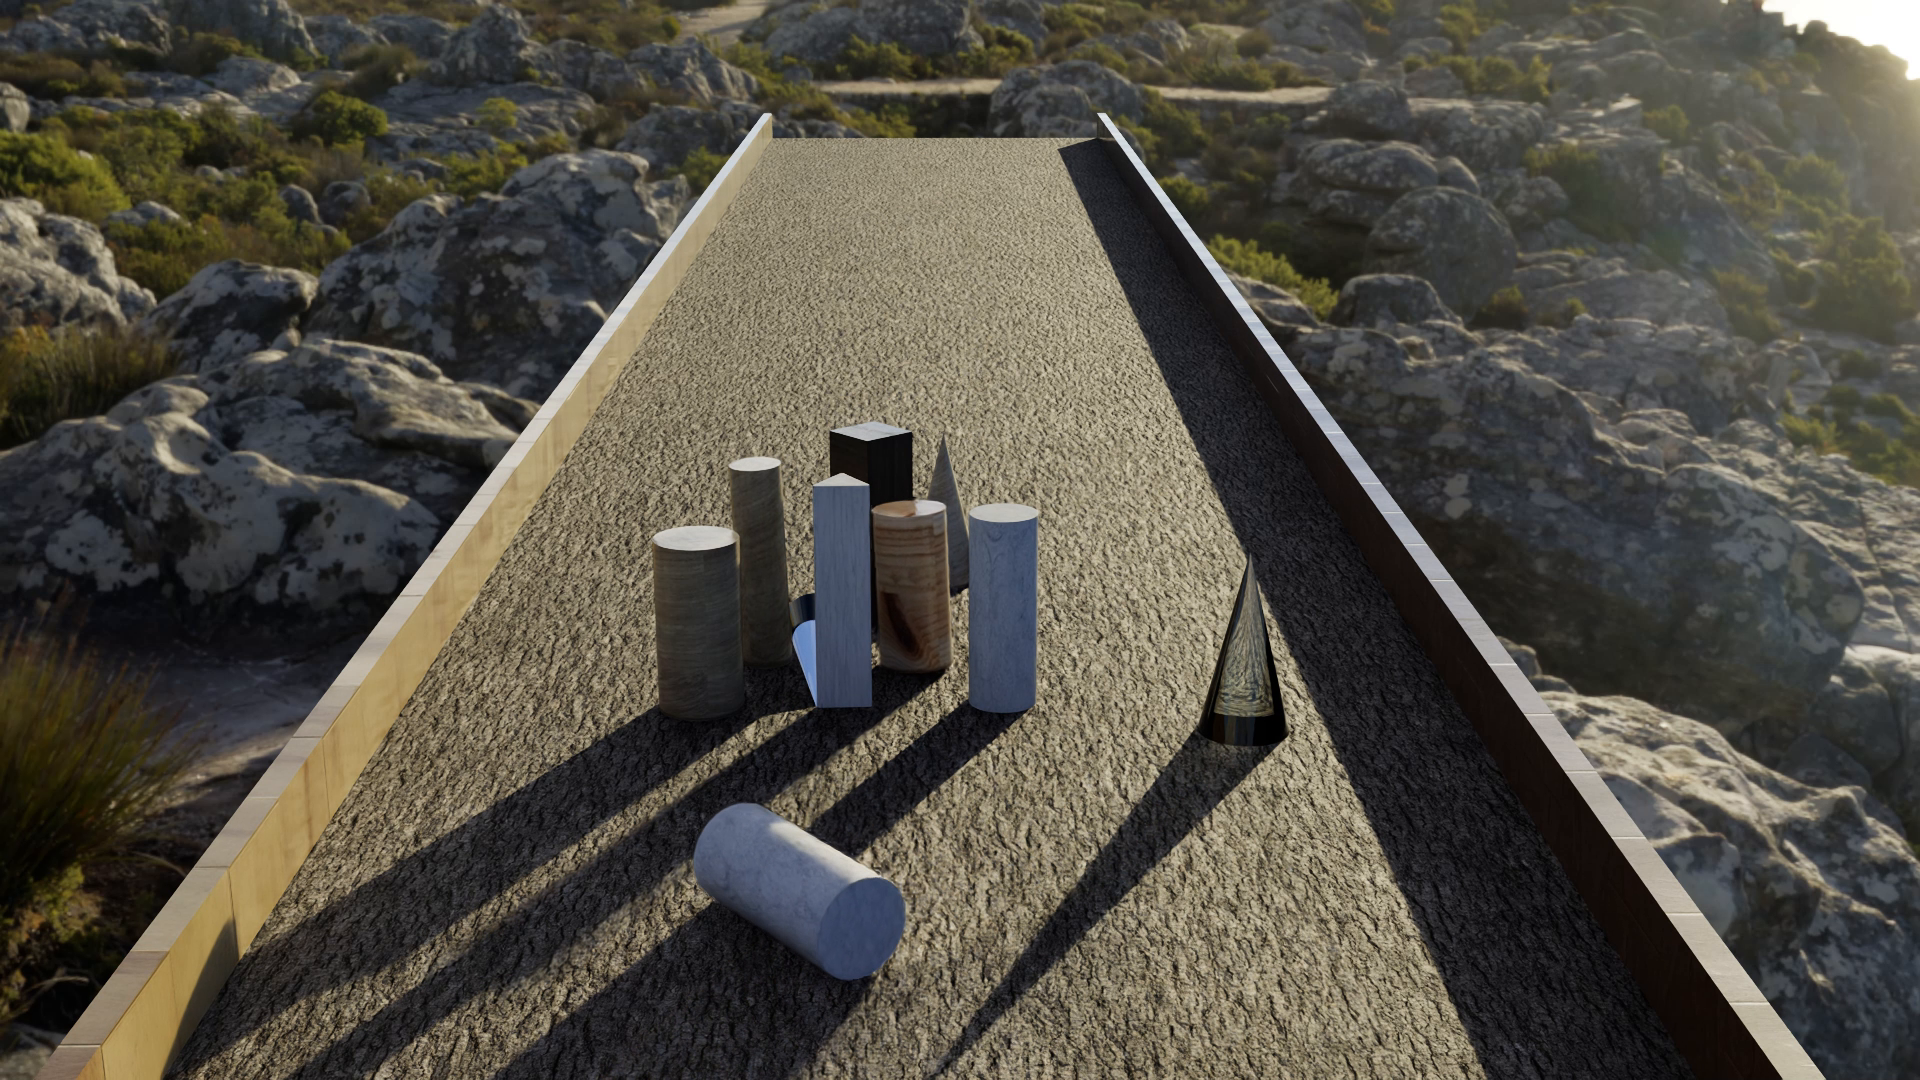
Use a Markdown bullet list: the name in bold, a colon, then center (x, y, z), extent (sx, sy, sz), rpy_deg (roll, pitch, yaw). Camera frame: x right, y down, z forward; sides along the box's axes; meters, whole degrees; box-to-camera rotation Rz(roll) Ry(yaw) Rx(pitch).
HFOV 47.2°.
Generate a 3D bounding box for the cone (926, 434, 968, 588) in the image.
- **cone**: center (-0.036, -0.077, 4.893), extent (0.165, 0.337, 0.165), rpy_deg (0, 17, 0)

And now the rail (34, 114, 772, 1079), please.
- **rail**: center (-1.118, -0.838, 7.780), extent (0.050, 0.150, 12.000), rpy_deg (0, 17, -1)

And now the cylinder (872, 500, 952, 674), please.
- **cylinder**: center (-0.093, 0.092, 4.347), extent (0.145, 0.316, 0.145), rpy_deg (-2, 13, 1)

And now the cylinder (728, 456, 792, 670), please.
- **cylinder**: center (-0.393, 0.046, 4.350), extent (0.102, 0.408, 0.102), rpy_deg (-2, 17, 1)

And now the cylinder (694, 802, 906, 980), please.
- **cylinder**: center (-0.240, 0.512, 3.235), extent (0.154, 0.154, 0.332), rpy_deg (-12, 21, -36)

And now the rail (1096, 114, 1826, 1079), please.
- **rail**: center (0.932, -0.844, 7.801), extent (0.050, 0.150, 12.000), rpy_deg (0, 17, -1)

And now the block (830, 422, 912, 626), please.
- **block**: center (-0.186, -0.034, 4.637), extent (0.123, 0.402, 0.123), rpy_deg (-15, 22, -40)

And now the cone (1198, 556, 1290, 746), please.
- **cone**: center (0.522, 0.185, 4.004), extent (0.168, 0.342, 0.168), rpy_deg (0, 17, 0)

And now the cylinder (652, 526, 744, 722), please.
- **cylinder**: center (-0.490, 0.155, 4.122), extent (0.161, 0.332, 0.161), rpy_deg (0, 17, 0)

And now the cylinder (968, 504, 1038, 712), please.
- **cylinder**: center (0.081, 0.128, 4.142), extent (0.130, 0.373, 0.130), rpy_deg (0, 17, 0)

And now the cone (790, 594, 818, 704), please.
- **cone**: center (-0.285, 0.239, 4.323), extent (0.117, 0.117, 0.357), rpy_deg (-1, 26, -4)

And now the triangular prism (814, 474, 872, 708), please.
- **triangular prism**: center (-0.220, 0.095, 4.145), extent (0.103, 0.434, 0.089), rpy_deg (-1, 17, -2)
